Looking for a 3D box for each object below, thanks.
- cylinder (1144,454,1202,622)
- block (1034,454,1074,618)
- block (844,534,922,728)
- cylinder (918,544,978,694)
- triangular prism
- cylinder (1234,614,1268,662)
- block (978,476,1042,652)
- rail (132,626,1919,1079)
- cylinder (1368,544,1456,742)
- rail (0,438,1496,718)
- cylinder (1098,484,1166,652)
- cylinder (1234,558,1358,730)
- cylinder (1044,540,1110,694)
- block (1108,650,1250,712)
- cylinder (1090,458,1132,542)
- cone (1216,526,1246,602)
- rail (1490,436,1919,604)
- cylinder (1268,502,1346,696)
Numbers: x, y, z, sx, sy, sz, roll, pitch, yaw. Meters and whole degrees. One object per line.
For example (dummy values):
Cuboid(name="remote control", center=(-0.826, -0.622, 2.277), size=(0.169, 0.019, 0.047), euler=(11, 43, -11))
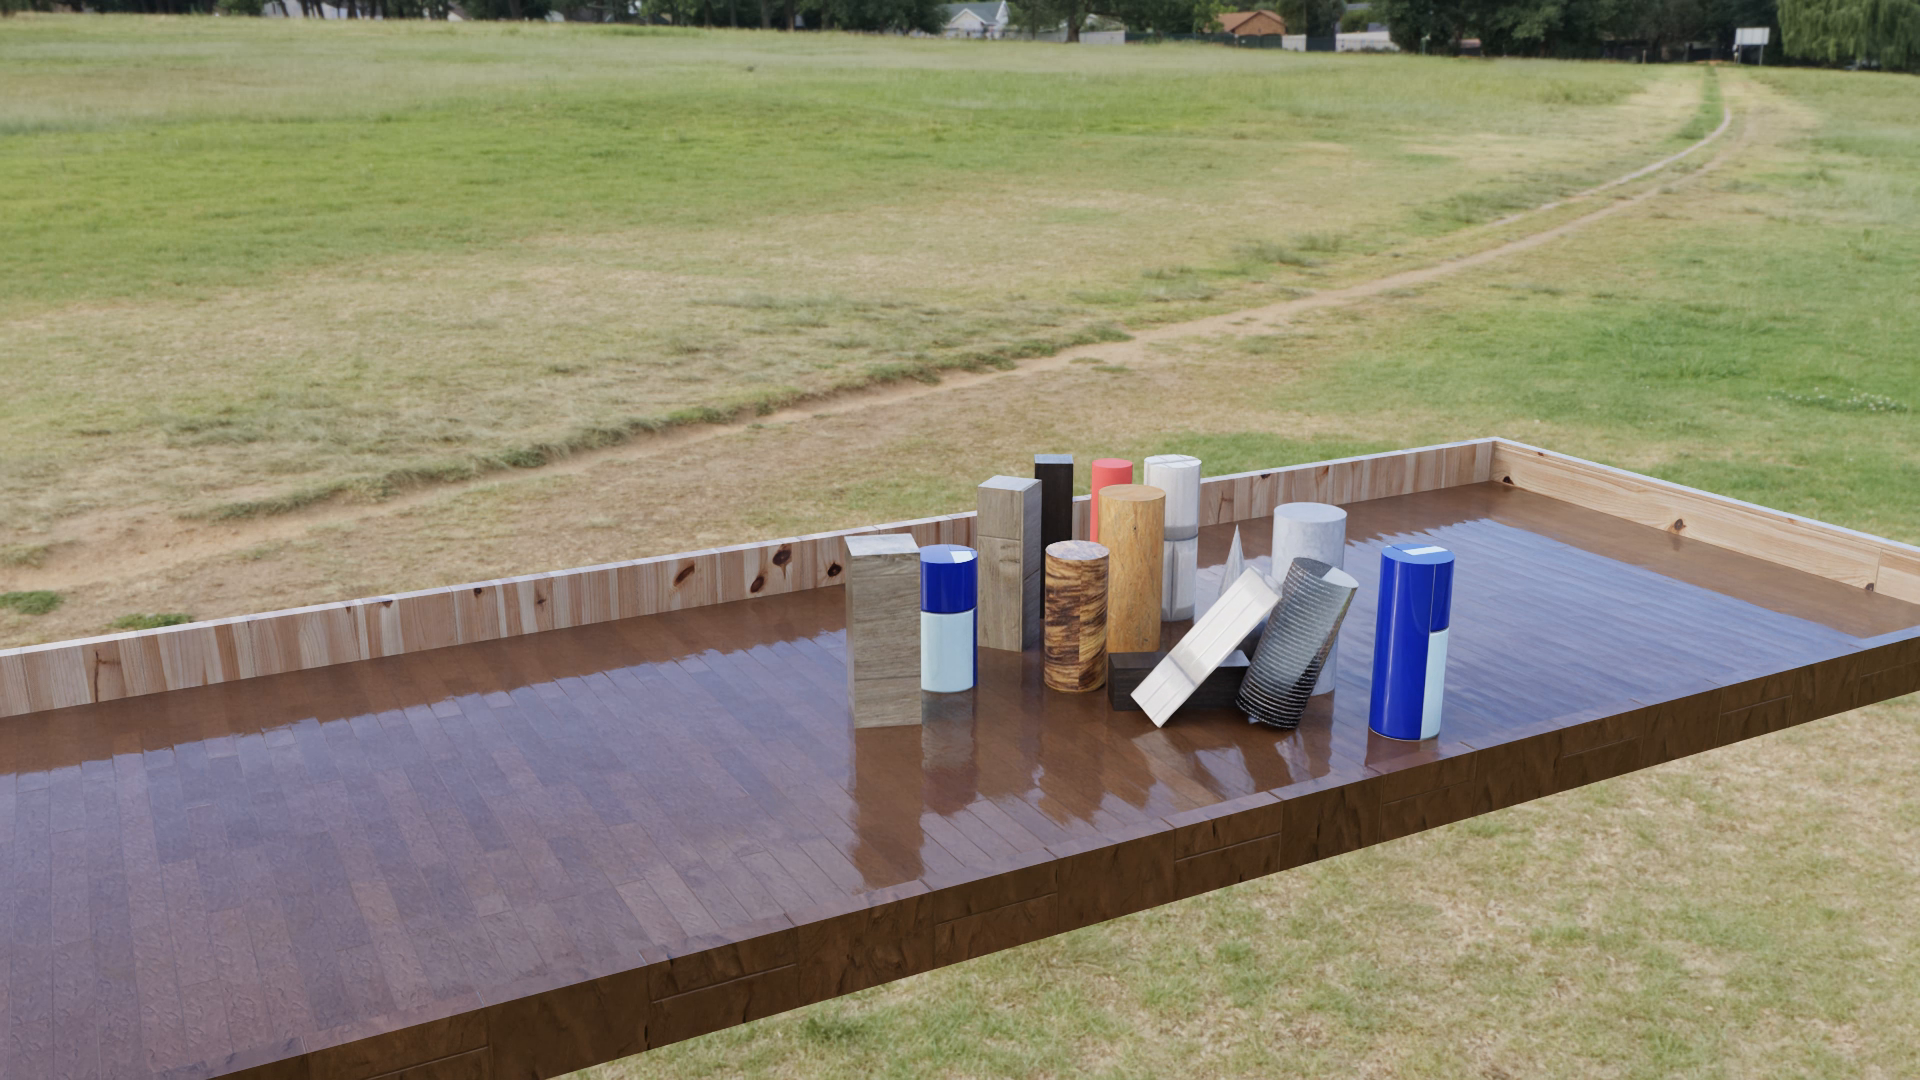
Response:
Cuboid(name="cylinder", center=(0.585, -0.006, 4.596), size=(0.156, 0.440, 0.156), euler=(0, 16, 0))
Cuboid(name="block", center=(0.258, -0.009, 4.594), size=(0.104, 0.446, 0.104), euler=(0, 16, 1))
Cuboid(name="block", center=(-0.181, 0.212, 3.883), size=(0.157, 0.422, 0.157), euler=(-3, 17, -10))
Cuboid(name="cylinder", center=(-0.037, 0.195, 4.099), size=(0.163, 0.335, 0.163), euler=(0, 16, 0))
Cuboid(name="triangular prism", center=(0.589, 0.251, 3.849), size=(0.106, 0.427, 0.092), euler=(50, 22, 26))
Cuboid(name="cylinder", center=(0.771, 0.262, 4.241), size=(0.334, 0.127, 0.127), euler=(-14, 21, -39))
Cuboid(name="block", center=(0.130, 0.062, 4.368), size=(0.129, 0.439, 0.129), euler=(7, 18, 23))
Cuboid(name="rail", center=(-2.336, 1.006, 1.665), size=(12.000, 0.150, 0.050), euler=(-9, 18, -27))
Cuboid(name="cylinder", center=(1.039, 0.235, 3.801), size=(0.162, 0.425, 0.162), euler=(0, 16, 0))
Cuboid(name="rail", center=(-3.305, 0.497, 3.399), size=(12.000, 0.150, 0.050), euler=(-9, 18, -27))
Cuboid(name="cylinder", center=(0.447, 0.078, 4.344), size=(0.174, 0.420, 0.174), euler=(0, 16, 0))
Cuboid(name="cylinder", center=(0.780, 0.240, 3.832), size=(0.158, 0.368, 0.158), euler=(18, 17, -6))
Cuboid(name="cylinder", center=(0.287, 0.190, 4.088), size=(0.156, 0.347, 0.156), euler=(0, 18, 0))
Cuboid(name="block", center=(0.530, 0.341, 4.002), size=(0.329, 0.110, 0.110), euler=(-1, 16, -3))
Cuboid(name="cylinder", center=(0.441, -0.042, 4.829), size=(0.118, 0.377, 0.118), euler=(0, 16, 0))
Cuboid(name="cone", center=(0.725, 0.118, 4.355), size=(0.145, 0.337, 0.145), euler=(0, 16, 0))
Cuboid(name="rail", center=(2.466, -0.048, 5.253), size=(0.050, 0.150, 2.100), euler=(-9, 18, -27))
Cuboid(name="cylinder", center=(0.851, 0.145, 4.069), size=(0.174, 0.445, 0.174), euler=(0, 17, 0))
